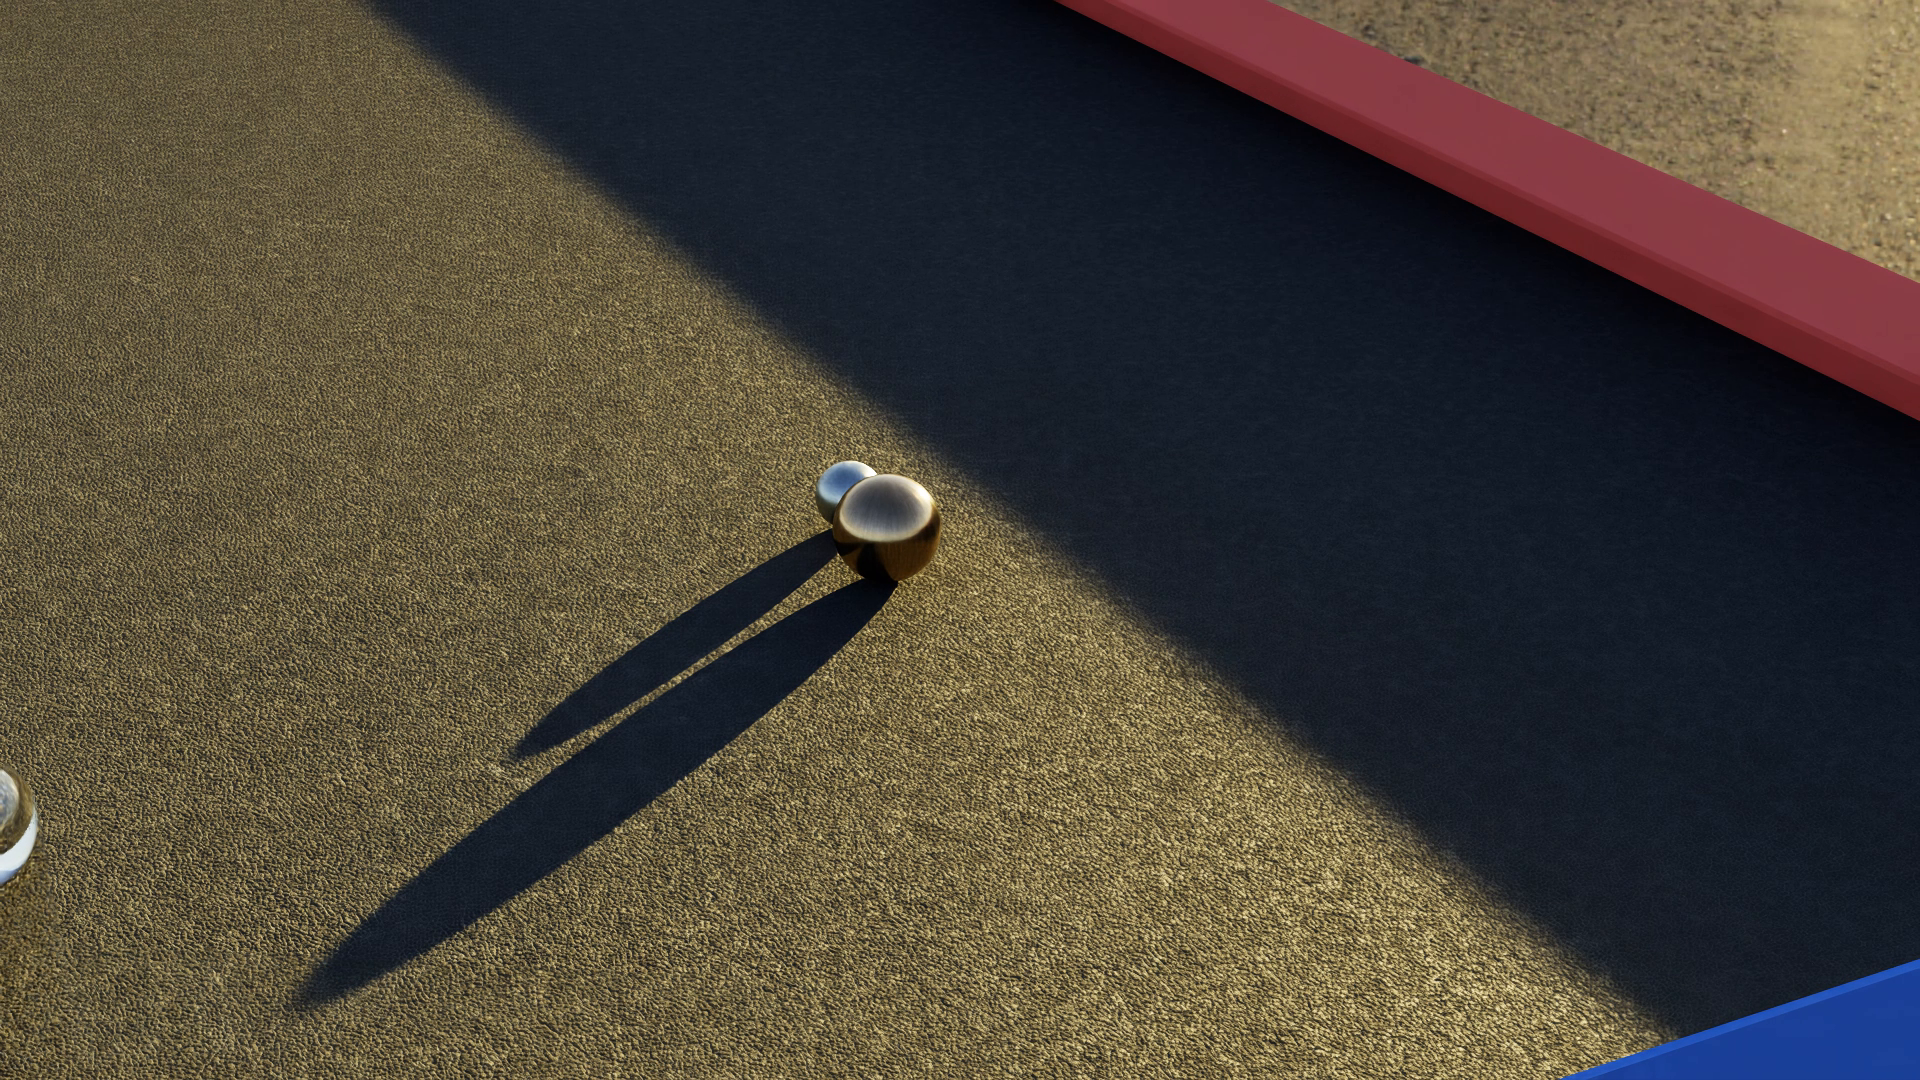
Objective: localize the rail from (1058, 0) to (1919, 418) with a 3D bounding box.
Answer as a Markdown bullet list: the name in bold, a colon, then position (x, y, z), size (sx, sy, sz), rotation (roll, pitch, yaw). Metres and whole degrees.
- **rail**: position (0.341, -0.488, 3.068), size (0.045, 0.109, 3.245), rotation (-12, 28, -24)

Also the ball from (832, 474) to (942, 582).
- **ball**: position (-0.052, -0.009, 2.091), size (0.078, 0.078, 0.078), rotation (0, 25, 0)

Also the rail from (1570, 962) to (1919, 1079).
- **rail**: position (0.357, 0.275, 1.453), size (1.638, 0.109, 0.045), rotation (-12, 28, -24)

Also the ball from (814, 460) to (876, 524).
- **ball**: position (-0.082, -0.033, 2.174), size (0.051, 0.051, 0.051), rotation (0, 25, 0)

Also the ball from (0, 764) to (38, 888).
- **ball**: position (-0.581, 0.167, 1.713), size (0.084, 0.084, 0.084), rotation (0, 25, 0)
